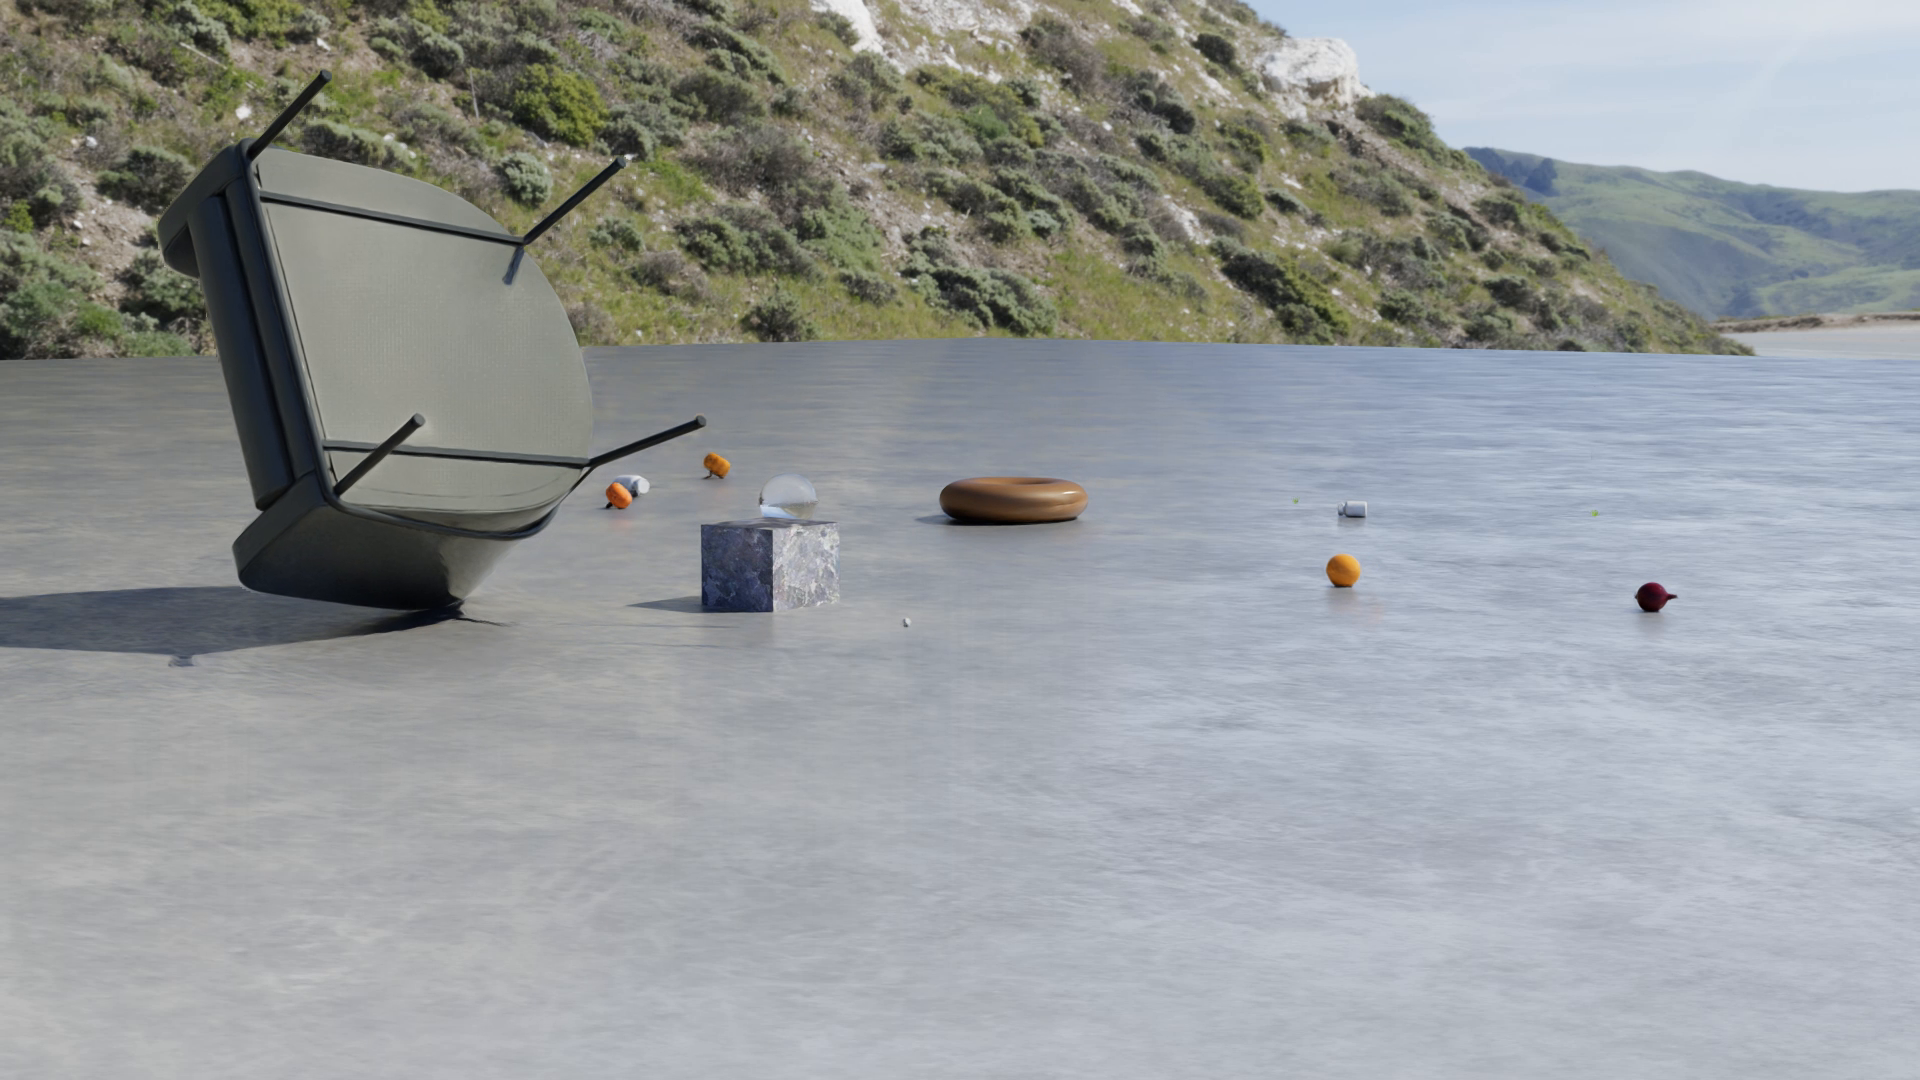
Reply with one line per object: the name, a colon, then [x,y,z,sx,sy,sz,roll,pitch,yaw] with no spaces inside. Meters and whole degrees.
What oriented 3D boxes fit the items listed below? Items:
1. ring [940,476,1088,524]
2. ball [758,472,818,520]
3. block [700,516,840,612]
ring: [0.147,-0.109,6.970,0.373,0.105,0.441,6,8,43]
ball: [-0.445,-0.099,6.639,0.150,0.150,0.150,0,6,0]
block: [-0.381,0.047,5.164,0.193,0.162,0.200,5,7,38]
